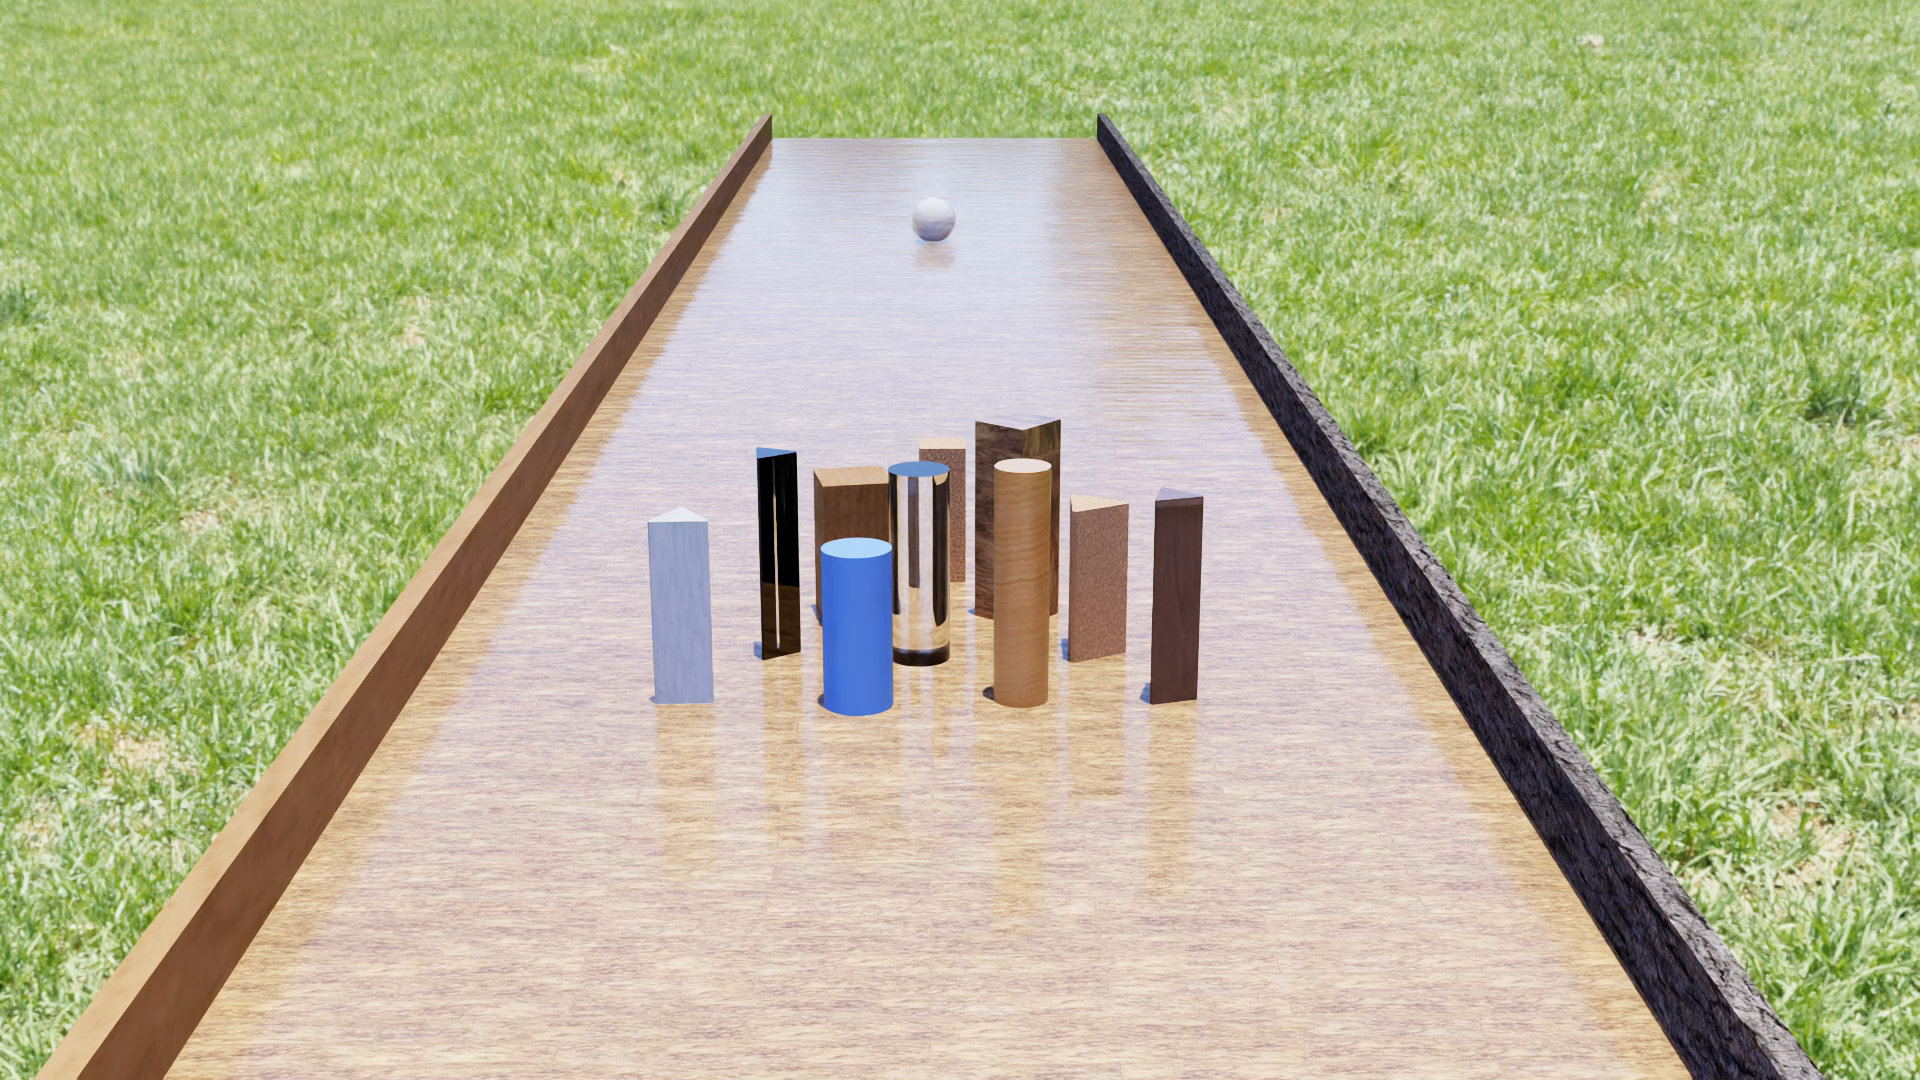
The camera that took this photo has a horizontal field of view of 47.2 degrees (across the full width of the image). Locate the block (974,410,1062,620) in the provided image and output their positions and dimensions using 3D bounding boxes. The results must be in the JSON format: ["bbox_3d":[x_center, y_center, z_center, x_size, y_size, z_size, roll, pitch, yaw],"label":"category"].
[{"bbox_3d":[0.121,-0.046,4.634,0.127,0.426,0.127,13,21,38],"label":"block"}]

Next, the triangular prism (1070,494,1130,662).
[{"bbox_3d":[0.253,0.072,4.433,0.130,0.314,0.112,-9,19,-28],"label":"triangular prism"}]

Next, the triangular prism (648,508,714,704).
[{"bbox_3d":[-0.526,0.124,4.175,0.110,0.361,0.095,-1,17,-2],"label":"triangular prism"}]

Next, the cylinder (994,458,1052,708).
[{"bbox_3d":[0.117,0.083,4.143,0.106,0.460,0.106,0,17,0],"label":"cylinder"}]

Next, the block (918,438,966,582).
[{"bbox_3d":[-0.040,-0.067,4.912,0.102,0.308,0.102,0,17,-1],"label":"block"}]

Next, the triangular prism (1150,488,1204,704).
[{"bbox_3d":[0.395,0.104,4.171,0.096,0.403,0.083,-5,17,-17],"label":"triangular prism"}]

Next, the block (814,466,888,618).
[{"bbox_3d":[-0.225,0.013,4.642,0.145,0.308,0.145,-3,17,-11],"label":"block"}]

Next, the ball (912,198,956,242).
[{"bbox_3d":[-0.115,-1.393,9.571,0.194,0.194,0.194,0,17,0],"label":"ball"}]

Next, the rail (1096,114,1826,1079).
[{"bbox_3d":[0.932,-0.844,7.801,0.050,0.150,12.000,0,17,-1],"label":"rail"}]

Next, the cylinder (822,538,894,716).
[{"bbox_3d":[-0.193,0.163,4.137,0.133,0.309,0.133,0,17,0],"label":"cylinder"}]

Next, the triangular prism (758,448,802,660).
[{"bbox_3d":[-0.382,0.024,4.411,0.091,0.418,0.078,-12,20,-34],"label":"triangular prism"}]

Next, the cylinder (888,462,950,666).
[{"bbox_3d":[-0.081,0.048,4.380,0.122,0.391,0.122,0,17,0],"label":"cylinder"}]

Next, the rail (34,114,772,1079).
[{"bbox_3d":[-1.118,-0.838,7.780,0.050,0.150,12.000,0,17,-1],"label":"rail"}]
